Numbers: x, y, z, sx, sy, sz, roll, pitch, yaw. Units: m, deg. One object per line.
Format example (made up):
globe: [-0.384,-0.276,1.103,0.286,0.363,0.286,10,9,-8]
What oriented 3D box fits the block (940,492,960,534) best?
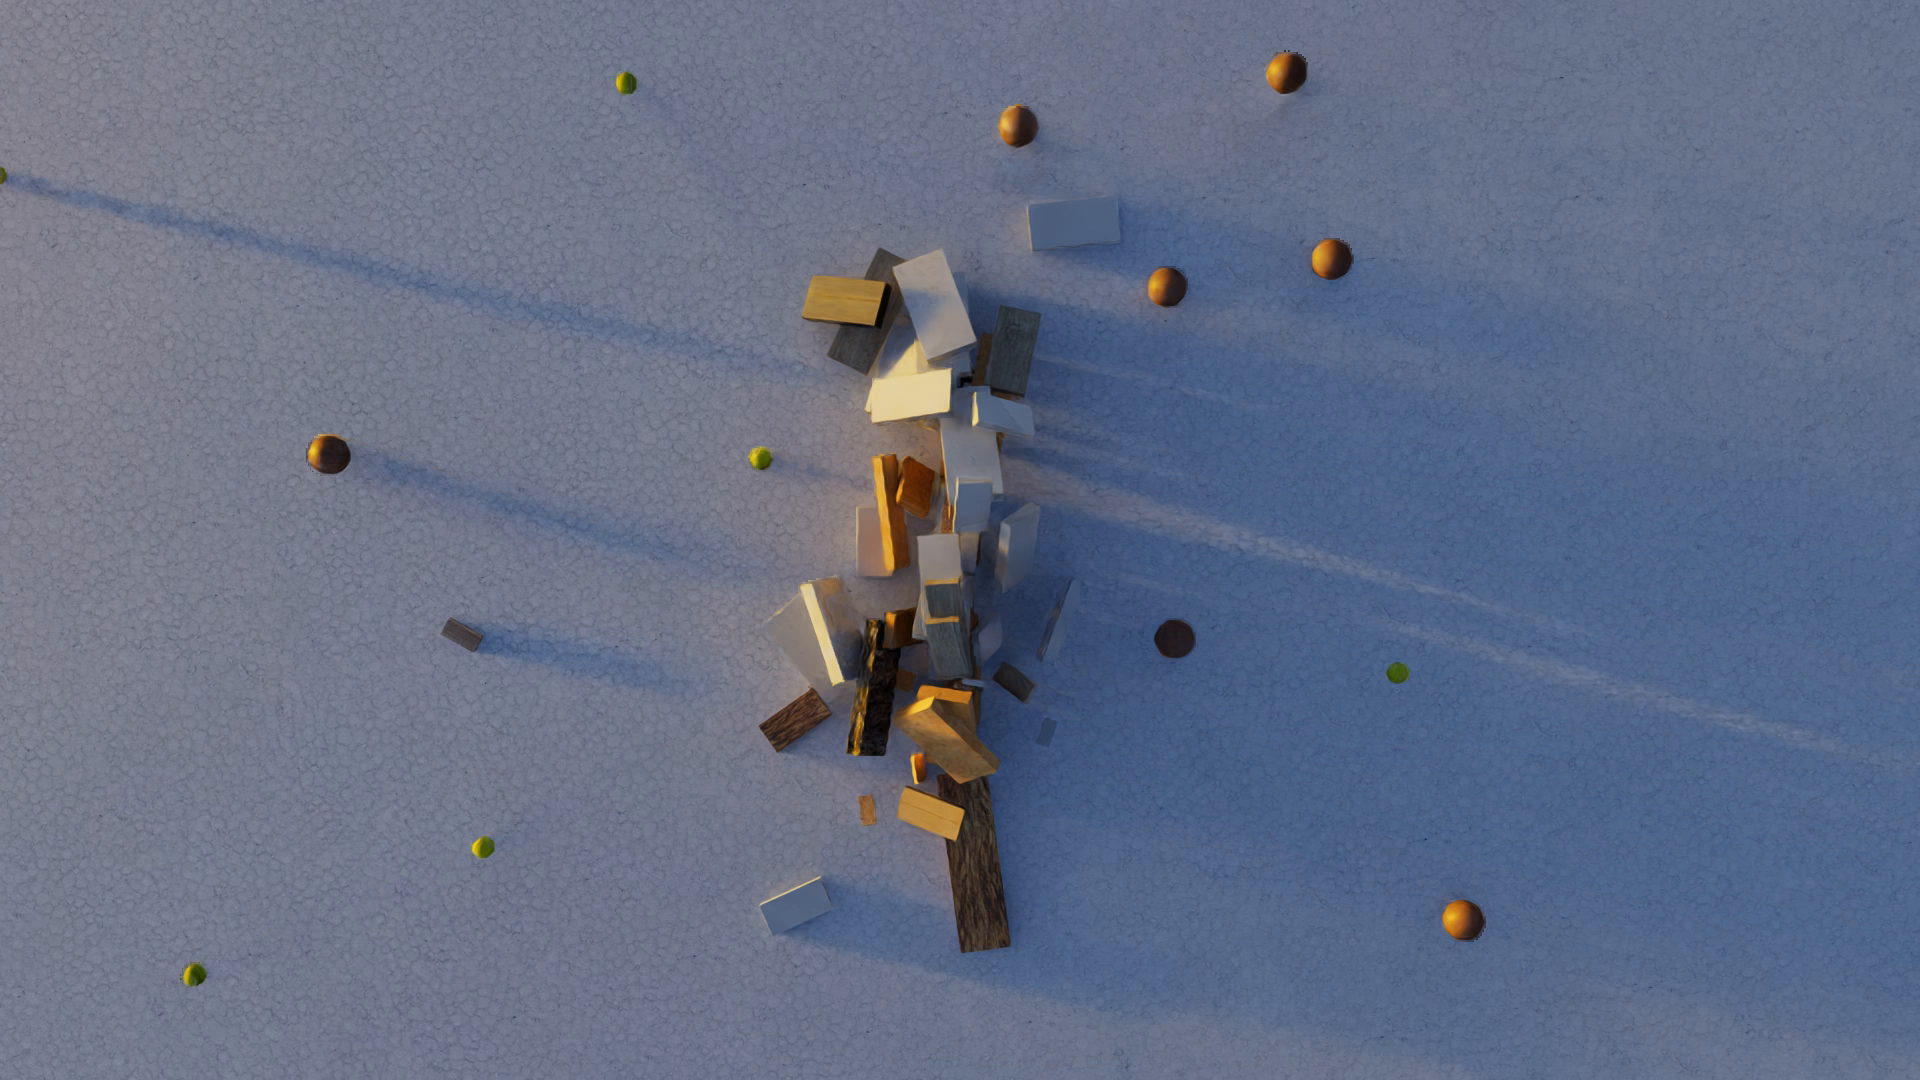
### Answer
block: [-0.022,-0.084,5.261,0.066,0.019,0.131,7,97,0]

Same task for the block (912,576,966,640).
block: [-0.061,0.185,5.335,0.132,0.037,0.307,10,62,5]

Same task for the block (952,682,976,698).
block: [0.012,0.485,5.305,0.071,0.142,0.020,11,78,0]

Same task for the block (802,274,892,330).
block: [-0.372,-0.779,5.399,0.294,0.042,0.147,11,83,31]

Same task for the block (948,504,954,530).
block: [-0.001,-0.097,5.238,0.066,0.019,0.131,2,98,-9]

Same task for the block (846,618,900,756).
block: [-0.272,0.479,5.338,0.047,0.167,0.434,7,87,28]

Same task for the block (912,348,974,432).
block: [-0.082,-0.522,5.428,0.154,0.044,0.309,21,85,33]

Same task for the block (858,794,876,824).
block: [-0.309,0.897,5.487,0.046,0.013,0.093,-7,82,0]

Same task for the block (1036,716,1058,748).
block: [0.289,0.641,5.493,0.046,0.013,0.093,20,90,0]

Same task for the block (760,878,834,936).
block: [-0.543,1.217,5.484,0.220,0.031,0.110,-24,90,0]

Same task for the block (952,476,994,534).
block: [0.039,-0.111,5.152,0.108,0.217,0.031,-3,46,-8]

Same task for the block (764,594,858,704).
block: [-0.482,0.362,5.476,0.167,0.047,0.333,-39,90,0]

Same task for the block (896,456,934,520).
block: [-0.145,-0.172,5.392,0.108,0.217,0.031,31,127,-19]

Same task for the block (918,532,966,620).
block: [-0.058,0.115,5.234,0.132,0.037,0.264,-5,85,6]

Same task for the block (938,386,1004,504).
block: [0.030,-0.305,5.258,0.172,0.049,0.395,-4,65,-4]

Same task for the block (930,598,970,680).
block: [-0.032,0.321,5.365,0.132,0.037,0.264,0,85,0]

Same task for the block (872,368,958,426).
block: [-0.147,-0.458,5.313,0.288,0.041,0.144,-6,71,28]

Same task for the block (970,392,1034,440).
block: [0.135,-0.398,5.279,0.217,0.031,0.108,12,59,-33]

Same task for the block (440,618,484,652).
block: [-1.657,0.316,5.491,0.126,0.018,0.063,29,90,0]

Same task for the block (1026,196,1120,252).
block: [0.377,-1.051,5.479,0.294,0.042,0.147,-6,90,0]

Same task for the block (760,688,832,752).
block: [-0.547,0.599,5.484,0.220,0.031,0.110,-35,90,0]

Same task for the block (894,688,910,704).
block: [-0.228,0.483,5.491,0.063,0.018,0.126,-44,90,0]

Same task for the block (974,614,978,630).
block: [0.008,0.357,5.454,0.111,0.031,0.221,-2,74,0]

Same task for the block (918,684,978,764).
block: [-0.035,0.611,5.347,0.168,0.048,0.337,7,135,14]

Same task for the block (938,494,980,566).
block: [-0.003,-0.051,5.406,0.143,0.040,0.285,3,58,0]

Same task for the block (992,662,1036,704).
block: [0.181,0.470,5.453,0.142,0.020,0.071,36,99,27]

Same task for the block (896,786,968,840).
block: [-0.094,0.902,5.447,0.220,0.031,0.110,18,98,17]

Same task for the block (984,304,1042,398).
block: [0.170,-0.617,5.379,0.139,0.040,0.279,12,79,1]

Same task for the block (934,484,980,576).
block: [-0.007,-0.032,5.322,0.143,0.040,0.285,7,72,1]

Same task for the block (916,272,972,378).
block: [-0.057,-0.696,5.379,0.172,0.049,0.344,-4,76,8]

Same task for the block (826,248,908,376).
block: [-0.286,-0.752,5.435,0.147,0.042,0.395,26,90,0]

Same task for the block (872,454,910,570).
block: [-0.225,-0.091,5.421,0.032,0.114,0.371,-4,96,25]

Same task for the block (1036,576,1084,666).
block: [0.328,0.265,5.426,0.041,0.144,0.288,20,90,-6]

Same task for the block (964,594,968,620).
block: [-0.024,0.119,5.333,0.066,0.019,0.310,-4,58,-4]

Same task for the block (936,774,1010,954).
block: [0.046,1.063,5.476,0.168,0.048,0.589,-8,90,0]

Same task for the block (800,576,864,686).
block: [-0.397,0.292,5.350,0.047,0.167,0.333,-22,84,33]

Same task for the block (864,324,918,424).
block: [-0.192,-0.549,5.430,0.154,0.044,0.309,14,81,21]

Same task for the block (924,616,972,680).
block: [-0.036,0.342,5.202,0.107,0.030,0.214,-6,119,11]

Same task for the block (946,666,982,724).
block: [0.012,0.490,5.392,0.111,0.031,0.221,1,89,0]

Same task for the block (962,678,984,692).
block: [0.040,0.468,5.305,0.071,0.142,0.020,8,77,0]

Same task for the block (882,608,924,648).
block: [-0.177,0.286,5.382,0.032,0.228,0.114,10,96,25]

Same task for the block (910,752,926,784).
block: [-0.138,0.758,5.478,0.013,0.046,0.093,-9,90,40]

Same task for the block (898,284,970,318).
block: [-0.135,-0.811,5.478,0.309,0.044,0.154,16,90,0]

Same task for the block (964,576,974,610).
block: [0.003,0.146,5.464,0.083,0.024,0.166,0,73,1]

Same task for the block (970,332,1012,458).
block: [0.097,-0.458,5.387,0.140,0.040,0.427,12,79,1]

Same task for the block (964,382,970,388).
block: [0.038,-0.452,5.455,0.065,0.018,0.130,6,81,0]

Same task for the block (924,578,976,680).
block: [-0.030,0.284,5.203,0.107,0.030,0.360,-4,120,10]

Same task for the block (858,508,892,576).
block: [-0.281,0.008,5.484,0.114,0.032,0.228,0,90,0]

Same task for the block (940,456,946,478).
block: [0.023,-0.331,5.402,0.139,0.040,0.279,9,79,0]

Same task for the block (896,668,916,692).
block: [-0.214,0.453,5.439,0.126,0.018,0.063,20,88,-4]

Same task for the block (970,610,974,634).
block: [0.004,0.247,5.457,0.083,0.024,0.167,0,67,1]

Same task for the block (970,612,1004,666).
block: [0.088,0.322,5.384,0.030,0.214,0.107,-1,107,21]

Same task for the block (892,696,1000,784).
block: [-0.042,0.648,5.317,0.168,0.048,0.337,-24,121,37]

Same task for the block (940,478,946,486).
block: [0.008,-0.222,5.432,0.143,0.040,0.285,3,70,0]

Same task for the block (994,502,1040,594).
block: [0.183,0.026,5.354,0.041,0.288,0.144,33,48,28]

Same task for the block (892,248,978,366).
block: [-0.080,-0.756,5.343,0.172,0.049,0.344,-20,75,2]

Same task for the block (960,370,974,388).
block: [0.029,-0.499,5.480,0.065,0.018,0.130,7,81,0]
